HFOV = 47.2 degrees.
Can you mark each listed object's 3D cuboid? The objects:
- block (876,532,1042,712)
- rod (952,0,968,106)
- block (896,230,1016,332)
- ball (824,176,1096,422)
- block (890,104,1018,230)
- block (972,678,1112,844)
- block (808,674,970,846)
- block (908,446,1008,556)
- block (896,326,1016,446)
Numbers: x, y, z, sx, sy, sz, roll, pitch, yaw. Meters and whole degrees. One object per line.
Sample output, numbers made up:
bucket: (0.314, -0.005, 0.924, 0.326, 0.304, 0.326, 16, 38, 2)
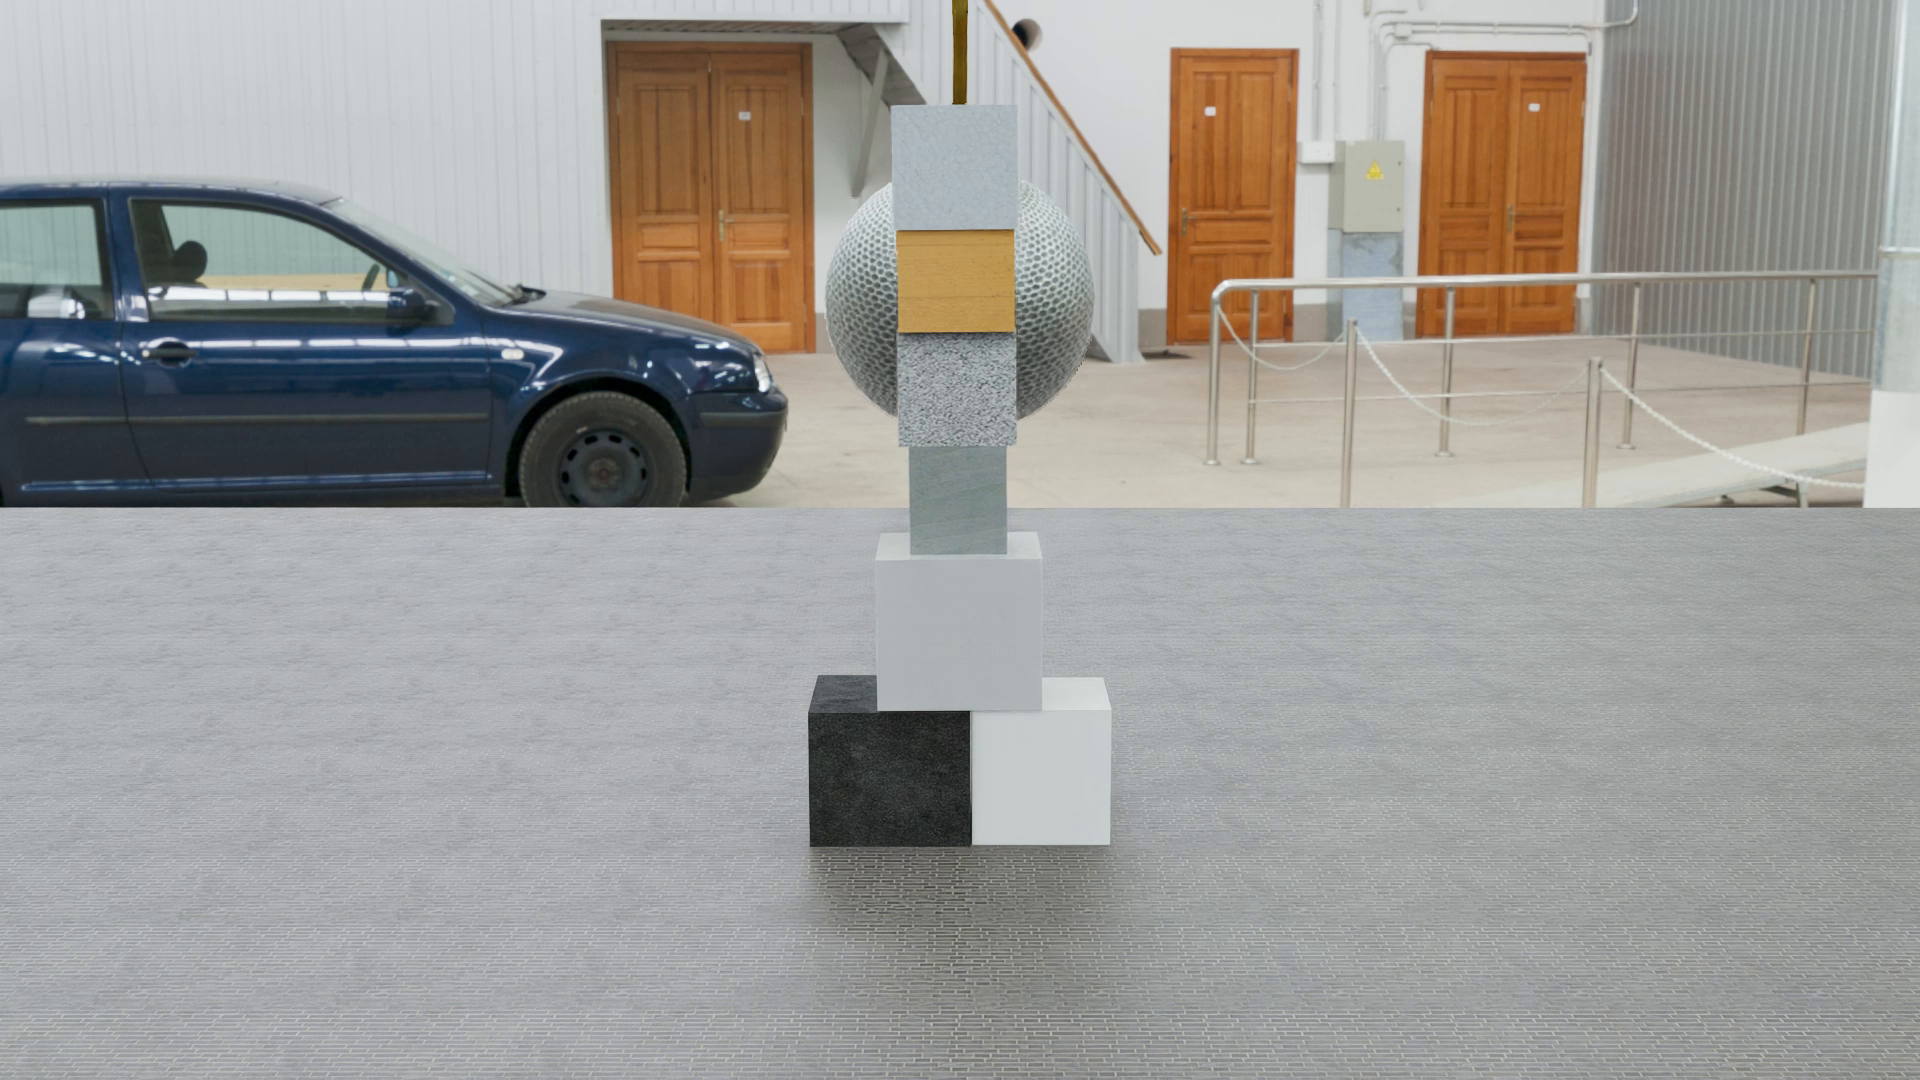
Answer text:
block: (-0.003, 0.405, 11.267, 0.822, 0.767, 0.759, 0, 10, 0)
rod: (0.000, -4.352, 11.303, 0.080, 5.200, 0.080, 0, 31, 0)
block: (-0.019, -1.305, 10.929, 0.569, 0.495, 0.546, 0, 10, 0)
ball: (0.000, -1.423, 13.030, 1.600, 1.600, 1.600, 0, 10, 0)
block: (-0.023, -1.837, 10.828, 0.608, 0.589, 0.575, 0, 10, 0)
block: (0.409, 1.133, 11.369, 0.696, 0.703, 0.673, 0, 10, 0)
block: (-0.353, 1.132, 11.396, 0.808, 0.695, 0.787, 0, 10, 0)
block: (-0.009, -0.237, 11.135, 0.484, 0.544, 0.474, 0, 10, 0)
block: (-0.014, -0.786, 11.046, 0.584, 0.568, 0.492, 0, 10, 0)
